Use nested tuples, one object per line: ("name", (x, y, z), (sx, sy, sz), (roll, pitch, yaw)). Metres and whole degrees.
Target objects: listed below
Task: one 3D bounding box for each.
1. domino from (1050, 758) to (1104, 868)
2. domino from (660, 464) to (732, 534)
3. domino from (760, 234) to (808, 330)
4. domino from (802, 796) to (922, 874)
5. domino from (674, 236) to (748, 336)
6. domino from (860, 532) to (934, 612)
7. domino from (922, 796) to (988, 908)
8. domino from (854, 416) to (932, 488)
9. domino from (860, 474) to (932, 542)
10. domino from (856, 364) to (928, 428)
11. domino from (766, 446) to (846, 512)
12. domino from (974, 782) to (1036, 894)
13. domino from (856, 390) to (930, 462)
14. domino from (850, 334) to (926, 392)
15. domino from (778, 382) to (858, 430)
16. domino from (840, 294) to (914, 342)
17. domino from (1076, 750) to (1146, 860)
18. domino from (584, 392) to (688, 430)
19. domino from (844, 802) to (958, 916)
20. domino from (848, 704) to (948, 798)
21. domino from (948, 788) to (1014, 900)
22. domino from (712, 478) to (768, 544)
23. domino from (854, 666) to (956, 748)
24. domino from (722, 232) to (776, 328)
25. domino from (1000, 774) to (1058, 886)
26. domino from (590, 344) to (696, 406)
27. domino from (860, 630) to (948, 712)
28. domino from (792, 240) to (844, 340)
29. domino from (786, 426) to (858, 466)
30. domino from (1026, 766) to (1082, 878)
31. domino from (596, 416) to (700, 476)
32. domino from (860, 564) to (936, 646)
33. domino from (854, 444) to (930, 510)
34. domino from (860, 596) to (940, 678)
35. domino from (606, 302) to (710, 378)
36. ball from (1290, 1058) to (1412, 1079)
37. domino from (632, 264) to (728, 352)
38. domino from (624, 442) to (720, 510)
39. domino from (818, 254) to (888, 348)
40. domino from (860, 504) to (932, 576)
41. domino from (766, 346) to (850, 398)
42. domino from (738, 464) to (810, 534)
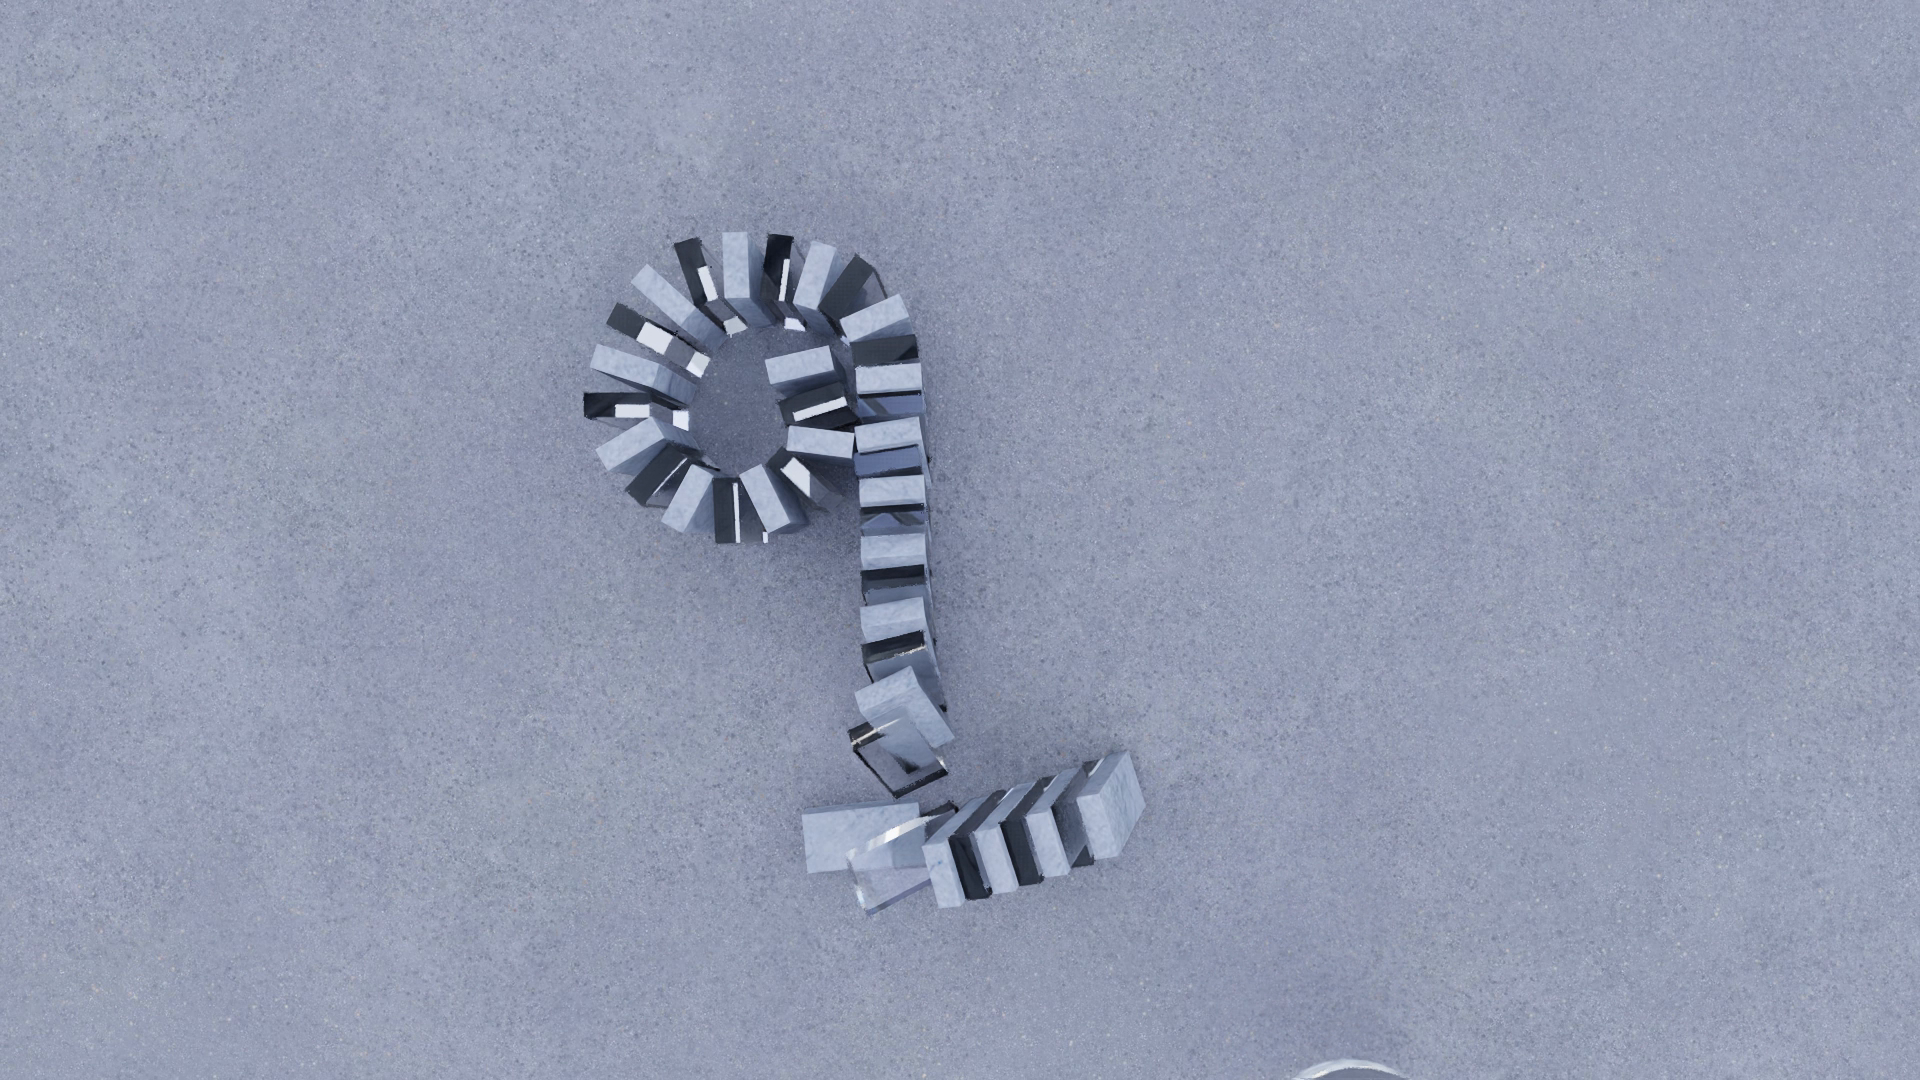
("domino", (0.053, 0.111, 0.375), (0.009, 0.050, 0.025), (-18, 90, 24))
("domino", (-0.104, -0.016, 0.375), (0.009, 0.050, 0.025), (28, 90, 0))
("domino", (-0.070, -0.104, 0.375), (0.009, 0.050, 0.025), (7, 90, 0))
("domino", (-0.041, 0.127, 0.395), (0.050, 0.009, 0.025), (-6, 90, 0))
("domino", (-0.101, -0.103, 0.375), (0.009, 0.050, 0.025), (-19, 90, 0))
("domino", (-0.025, 0.015, 0.376), (0.025, 0.050, 0.010), (-4, 59, 0))
("domino", (0.003, 0.127, 0.375), (0.009, 0.050, 0.025), (-16, 90, 24))
("domino", (-0.026, -0.033, 0.375), (0.025, 0.050, 0.009), (-9, 71, 0))
("domino", (-0.026, -0.011, 0.375), (0.025, 0.050, 0.009), (-4, 70, 0))
("domino", (-0.027, -0.057, 0.375), (0.025, 0.050, 0.010), (-4, 79, 0))
("domino", (-0.062, -0.024, 0.375), (0.025, 0.050, 0.009), (43, 90, 0))
("domino", (0.023, 0.121, 0.375), (0.010, 0.050, 0.025), (-18, 90, 24))
("domino", (-0.026, -0.045, 0.375), (0.025, 0.050, 0.009), (-4, 72, 0))
("domino", (-0.028, -0.070, 0.375), (0.025, 0.050, 0.009), (-8, 84, 0))
("domino", (-0.056, -0.052, 0.375), (0.025, 0.050, 0.010), (-18, 90, 0))
("domino", (-0.032, -0.084, 0.375), (0.025, 0.050, 0.010), (-24, 87, 0))
("domino", (0.063, 0.107, 0.375), (0.009, 0.050, 0.025), (-18, 90, 24))
("domino", (-0.131, -0.052, 0.375), (0.025, 0.050, 0.009), (0, 90, 0))
("domino", (-0.021, 0.133, 0.383), (0.050, 0.009, 0.025), (-20, 96, -23))
("domino", (-0.025, 0.088, 0.378), (0.025, 0.050, 0.010), (-25, 49, 0))
("domino", (0.013, 0.123, 0.375), (0.009, 0.050, 0.025), (-17, 90, 24))
("domino", (-0.089, -0.011, 0.375), (0.009, 0.050, 0.025), (-3, 90, 0))
("domino", (-0.022, 0.073, 0.378), (0.025, 0.050, 0.009), (-26, 49, 0))
("domino", (-0.086, -0.105, 0.375), (0.009, 0.050, 0.025), (-2, 90, 0))
("domino", (0.033, 0.118, 0.375), (0.009, 0.050, 0.025), (-18, 90, 24))
("domino", (-0.128, -0.067, 0.375), (0.025, 0.050, 0.010), (18, 90, 0))
("domino", (-0.022, 0.058, 0.378), (0.025, 0.050, 0.009), (-14, 50, 0))
("domino", (-0.055, -0.101, 0.375), (0.009, 0.050, 0.025), (18, 90, 1))
("domino", (-0.053, -0.038, 0.375), (0.025, 0.050, 0.010), (7, 90, 0))
("domino", (0.043, 0.114, 0.375), (0.010, 0.050, 0.025), (-18, 90, 24))
("domino", (-0.126, -0.037, 0.375), (0.025, 0.050, 0.010), (-31, 90, 0))
("domino", (-0.025, 0.029, 0.377), (0.025, 0.050, 0.010), (-6, 55, 0))
("domino", (-0.027, -0.023, 0.375), (0.025, 0.050, 0.009), (-9, 71, 0))
("domino", (-0.024, 0.043, 0.377), (0.025, 0.050, 0.010), (-10, 52, 0))
("domino", (-0.122, -0.081, 0.375), (0.025, 0.050, 0.009), (28, 90, 0))
("ball", (0.160, 0.249, 0.360), (0.080, 0.080, 0.080), (0, 90, 0))
("domino", (-0.113, -0.094, 0.375), (0.025, 0.050, 0.009), (42, 90, 0))
("domino", (-0.116, -0.025, 0.375), (0.010, 0.050, 0.025), (43, 90, 0))
("domino", (-0.042, -0.096, 0.375), (0.009, 0.050, 0.025), (36, 90, 3))
("domino", (-0.025, 0.002, 0.375), (0.025, 0.050, 0.009), (-4, 64, 0))
("domino", (-0.061, -0.067, 0.375), (0.025, 0.050, 0.009), (-13, 90, 0))
("domino", (-0.075, -0.016, 0.375), (0.009, 0.050, 0.025), (-26, 90, 0))
